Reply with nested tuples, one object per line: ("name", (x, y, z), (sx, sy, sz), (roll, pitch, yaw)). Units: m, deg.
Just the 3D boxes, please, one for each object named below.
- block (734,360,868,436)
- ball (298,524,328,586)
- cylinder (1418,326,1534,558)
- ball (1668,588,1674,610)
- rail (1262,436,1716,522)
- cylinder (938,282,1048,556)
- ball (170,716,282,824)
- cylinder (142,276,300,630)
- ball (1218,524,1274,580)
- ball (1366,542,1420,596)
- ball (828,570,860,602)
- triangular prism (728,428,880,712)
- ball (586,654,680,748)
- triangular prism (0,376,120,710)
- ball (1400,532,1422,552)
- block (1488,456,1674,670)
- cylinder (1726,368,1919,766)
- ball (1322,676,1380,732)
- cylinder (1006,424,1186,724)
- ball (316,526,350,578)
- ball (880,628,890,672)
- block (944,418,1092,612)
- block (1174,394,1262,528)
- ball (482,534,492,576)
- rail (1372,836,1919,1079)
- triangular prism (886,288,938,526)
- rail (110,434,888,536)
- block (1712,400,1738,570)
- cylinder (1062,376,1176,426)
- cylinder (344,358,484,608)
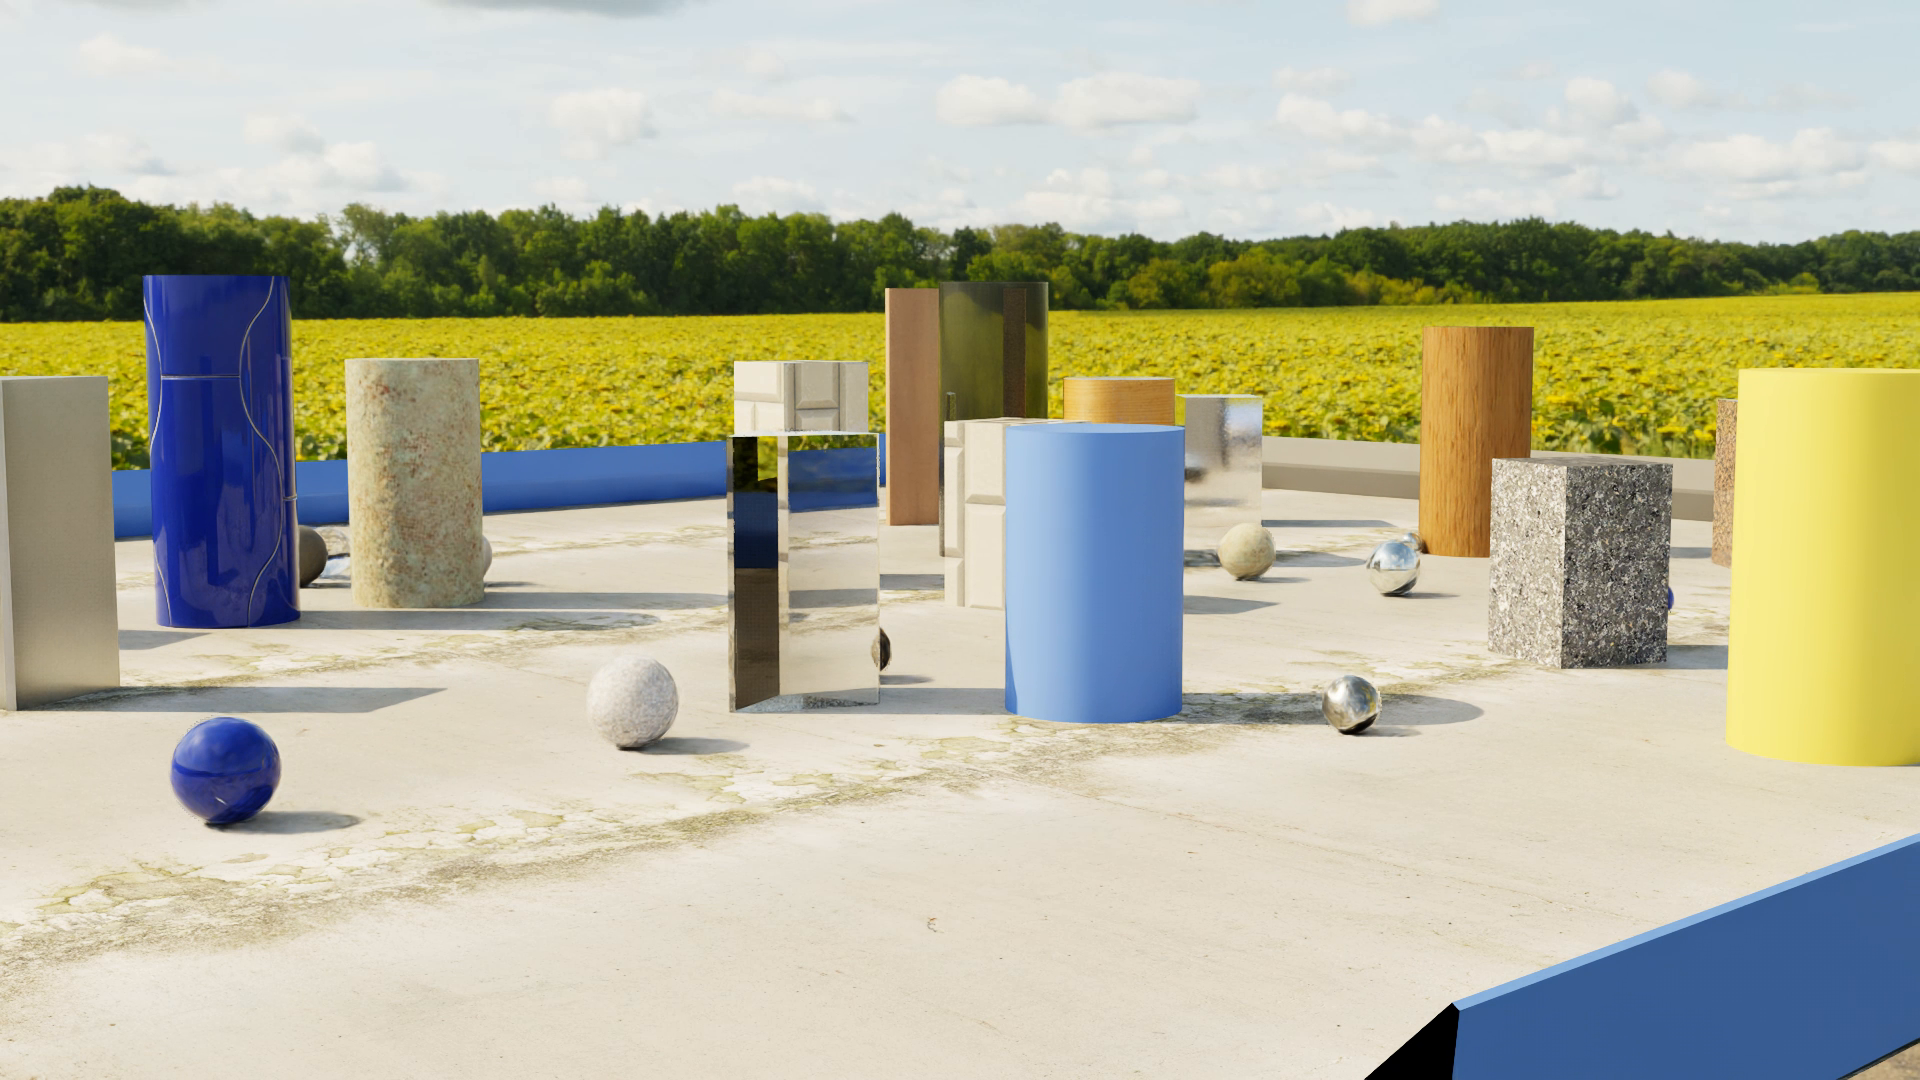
("block", (-0.260, -0.112, 3.613), (0.160, 0.362, 0.160), (-4, 7, -35))
("ball", (-1.079, 0.025, 3.572), (0.100, 0.100, 0.100), (0, 6, 0))
("cylinder", (0.951, -0.185, 4.058), (0.200, 0.416, 0.200), (0, 6, 0))
("ball", (1.032, 0.087, 3.245), (0.043, 0.043, 0.043), (0, 6, 0))
("rail", (1.507, -0.110, 4.715), (0.045, 0.130, 3.745), (-5, 8, -42))
("cylinder", (0.061, -0.220, 4.006), (0.200, 0.497, 0.200), (0, 6, 0))
("ball", (-0.640, 0.200, 1.917), (0.093, 0.093, 0.093), (0, 6, 0))
("cylinder", (-1.060, -0.131, 3.163), (0.200, 0.494, 0.200), (0, 6, 0))
("ball", (0.477, 0.019, 3.660), (0.092, 0.092, 0.092), (0, 6, 0))
("ball", (0.681, 0.045, 3.455), (0.084, 0.084, 0.084), (0, 6, 0))
("ball", (-0.178, 0.070, 3.385), (0.049, 0.049, 0.049), (0, 6, 0))
("triangular prism", (-0.197, 0.029, 2.527), (0.173, 0.308, 0.150), (-2, 6, -19))
("ball", (-0.335, 0.165, 2.253), (0.095, 0.095, 0.095), (0, 6, 0))
("triangular prism", (-1.057, -0.004, 2.550), (0.150, 0.369, 0.173), (-5, 8, -40))
("ball", (0.830, 0.005, 4.053), (0.040, 0.040, 0.040), (0, 6, 0))
("block", (0.797, 0.025, 2.833), (0.160, 0.253, 0.160), (-2, 6, -20))
("cylinder", (0.891, 0.021, 2.236), (0.200, 0.385, 0.200), (0, 6, 0))
("ball", (0.414, 0.174, 2.329), (0.061, 0.061, 0.061), (0, 6, 0))
("cylinder", (0.150, 0.032, 2.464), (0.200, 0.315, 0.200), (0, 6, 0))
("ball", (-1.062, 0.021, 3.685), (0.085, 0.085, 0.085), (0, 6, 0))
("ball", (-0.120, 0.133, 2.661), (0.074, 0.074, 0.074), (0, 6, 0))
("block", (0.089, -0.041, 3.342), (0.160, 0.279, 0.160), (4, 7, 36))
("block", (0.540, -0.168, 4.614), (0.160, 0.268, 0.160), (0, 6, -2))
("ball", (-0.811, 0.026, 3.595), (0.093, 0.093, 0.093), (0, 6, 0))
("rail", (1.254, 0.174, 1.980), (4.148, 0.130, 0.045), (-5, 8, -42))
("triangular prism", (-0.098, -0.284, 4.653), (0.173, 0.491, 0.150), (-2, 6, -21))
("rail", (-1.254, -0.107, 4.683), (4.148, 0.130, 0.045), (-5, 8, -42))
("block", (1.414, -0.096, 3.810), (0.160, 0.290, 0.160), (0, 6, 0))
("cylinder", (0.283, -0.126, 3.925), (0.200, 0.326, 0.200), (0, 6, 0))
("cylinder", (-0.838, -0.092, 3.382), (0.200, 0.371, 0.200), (0, 6, 0))
